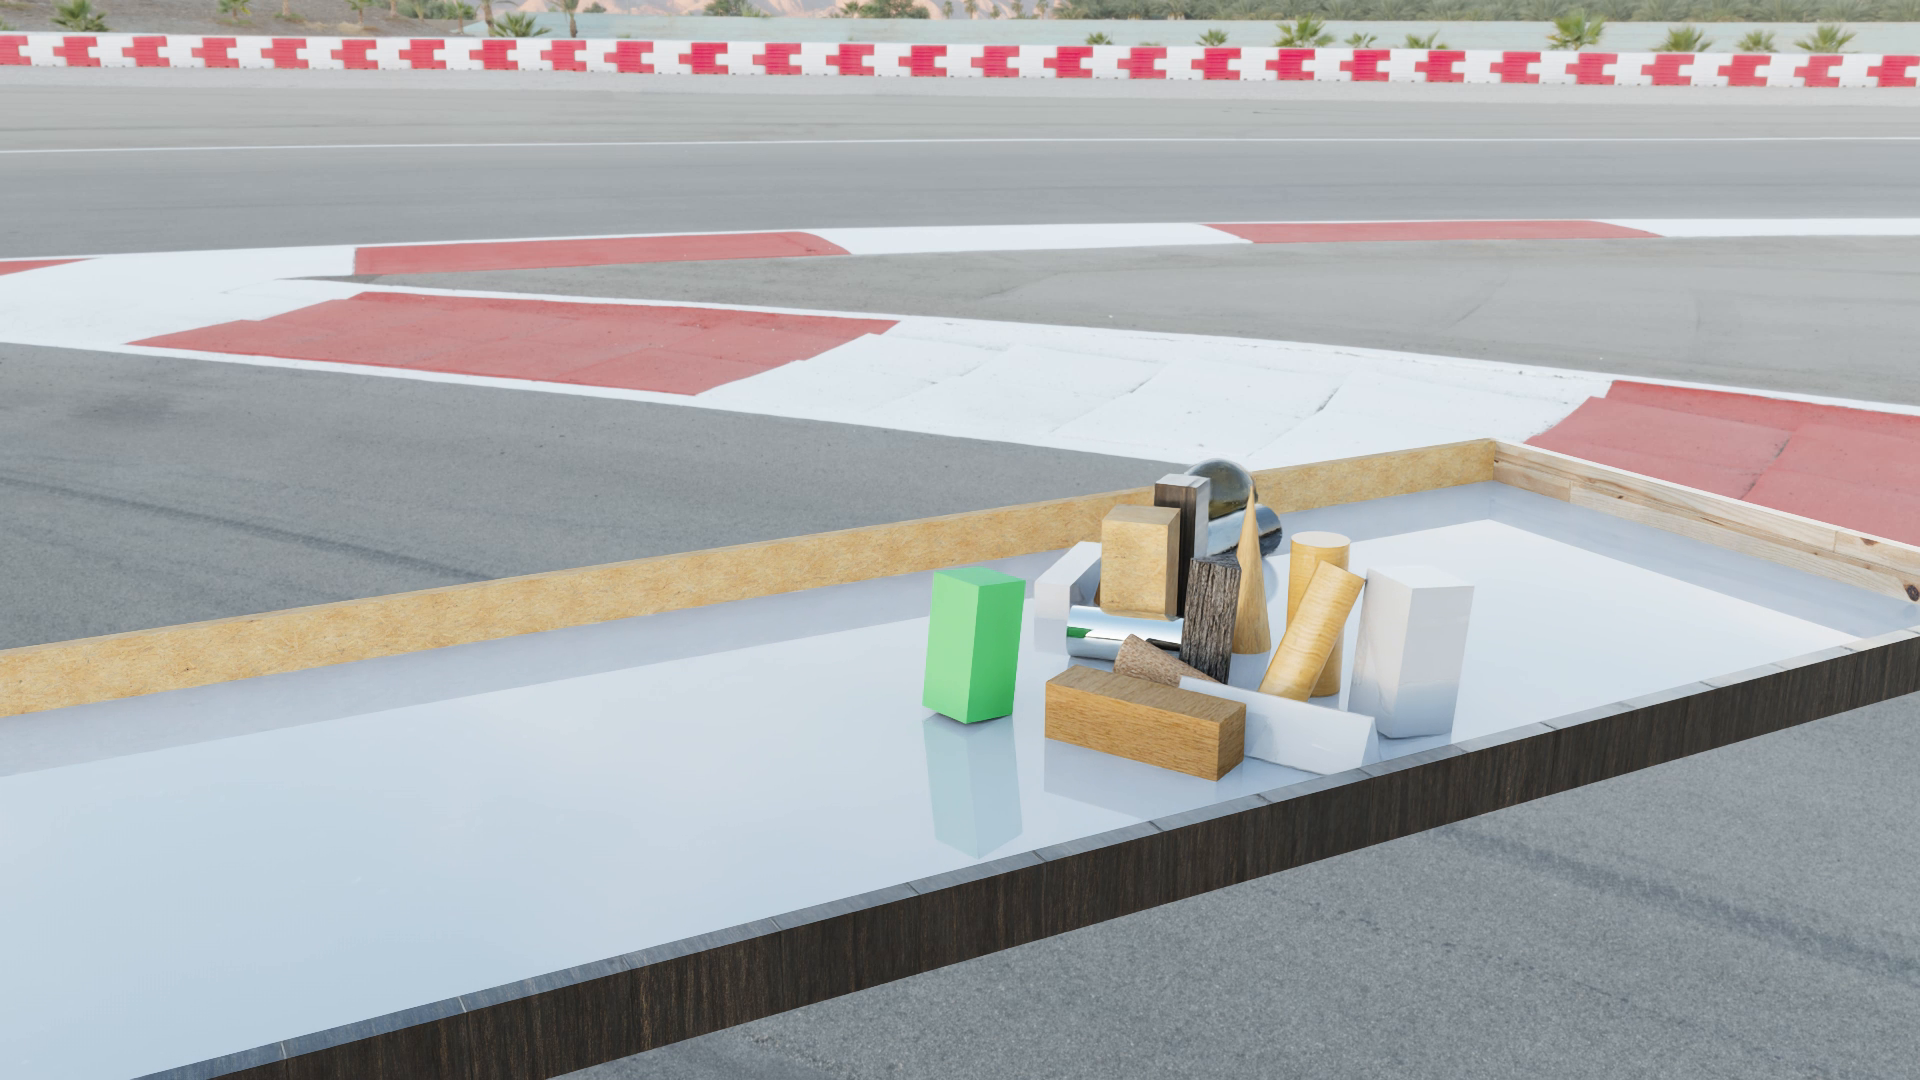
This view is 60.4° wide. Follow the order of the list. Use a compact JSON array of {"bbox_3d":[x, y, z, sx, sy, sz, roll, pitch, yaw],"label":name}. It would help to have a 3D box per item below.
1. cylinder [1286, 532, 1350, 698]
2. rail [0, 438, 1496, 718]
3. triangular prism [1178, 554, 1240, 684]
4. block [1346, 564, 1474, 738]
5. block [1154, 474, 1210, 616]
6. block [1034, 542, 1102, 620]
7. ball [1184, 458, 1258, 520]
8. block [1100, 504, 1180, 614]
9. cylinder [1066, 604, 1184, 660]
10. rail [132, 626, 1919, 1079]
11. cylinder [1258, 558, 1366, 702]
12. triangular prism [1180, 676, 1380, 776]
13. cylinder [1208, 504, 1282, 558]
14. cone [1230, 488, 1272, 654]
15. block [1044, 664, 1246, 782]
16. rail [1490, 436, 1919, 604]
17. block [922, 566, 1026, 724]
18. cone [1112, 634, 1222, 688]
[{"bbox_3d":[0.875,0.182,4.054,0.141,0.384,0.141,0,16,0],"label":"cylinder"},{"bbox_3d":[-3.305,0.497,3.399,12.000,0.150,0.050,-9,18,-27],"label":"rail"},{"bbox_3d":[0.638,0.202,4.086,0.133,0.324,0.116,14,19,30],"label":"triangular prism"},{"bbox_3d":[1.044,0.255,3.830,0.172,0.358,0.172,-2,16,-22],"label":"block"},{"bbox_3d":[0.612,0.023,4.583,0.120,0.391,0.120,8,18,25],"label":"block"},{"bbox_3d":[0.333,0.115,4.782,0.103,0.103,0.429,6,17,20],"label":"block"},{"bbox_3d":[0.831,-0.133,5.341,0.264,0.264,0.264,0,16,0],"label":"ball"},{"bbox_3d":[0.478,0.101,4.384,0.173,0.353,0.173,5,17,17],"label":"block"},{"bbox_3d":[0.457,0.251,4.267,0.343,0.133,0.133,5,17,17],"label":"cylinder"},{"bbox_3d":[-2.336,1.006,1.665,12.000,0.150,0.050,-9,18,-27],"label":"rail"},{"bbox_3d":[0.813,0.239,3.853,0.114,0.377,0.114,24,6,-3],"label":"cylinder"},{"bbox_3d":[0.707,0.411,3.719,0.457,0.127,0.147,11,20,32],"label":"triangular prism"},{"bbox_3d":[0.790,0.014,5.012,0.166,0.166,0.443,14,21,40],"label":"cylinder"},{"bbox_3d":[0.757,0.067,4.339,0.147,0.445,0.147,0,16,0],"label":"cone"},{"bbox_3d":[0.414,0.408,3.724,0.435,0.137,0.137,11,20,33],"label":"block"},{"bbox_3d":[2.466,-0.048,5.253,0.050,0.150,2.100,-9,18,-27],"label":"rail"},{"bbox_3d":[0.032,0.245,3.908,0.153,0.329,0.153,-6,16,-43],"label":"block"},{"bbox_3d":[0.583,0.359,4.006,0.405,0.145,0.145,18,22,21],"label":"cone"}]
